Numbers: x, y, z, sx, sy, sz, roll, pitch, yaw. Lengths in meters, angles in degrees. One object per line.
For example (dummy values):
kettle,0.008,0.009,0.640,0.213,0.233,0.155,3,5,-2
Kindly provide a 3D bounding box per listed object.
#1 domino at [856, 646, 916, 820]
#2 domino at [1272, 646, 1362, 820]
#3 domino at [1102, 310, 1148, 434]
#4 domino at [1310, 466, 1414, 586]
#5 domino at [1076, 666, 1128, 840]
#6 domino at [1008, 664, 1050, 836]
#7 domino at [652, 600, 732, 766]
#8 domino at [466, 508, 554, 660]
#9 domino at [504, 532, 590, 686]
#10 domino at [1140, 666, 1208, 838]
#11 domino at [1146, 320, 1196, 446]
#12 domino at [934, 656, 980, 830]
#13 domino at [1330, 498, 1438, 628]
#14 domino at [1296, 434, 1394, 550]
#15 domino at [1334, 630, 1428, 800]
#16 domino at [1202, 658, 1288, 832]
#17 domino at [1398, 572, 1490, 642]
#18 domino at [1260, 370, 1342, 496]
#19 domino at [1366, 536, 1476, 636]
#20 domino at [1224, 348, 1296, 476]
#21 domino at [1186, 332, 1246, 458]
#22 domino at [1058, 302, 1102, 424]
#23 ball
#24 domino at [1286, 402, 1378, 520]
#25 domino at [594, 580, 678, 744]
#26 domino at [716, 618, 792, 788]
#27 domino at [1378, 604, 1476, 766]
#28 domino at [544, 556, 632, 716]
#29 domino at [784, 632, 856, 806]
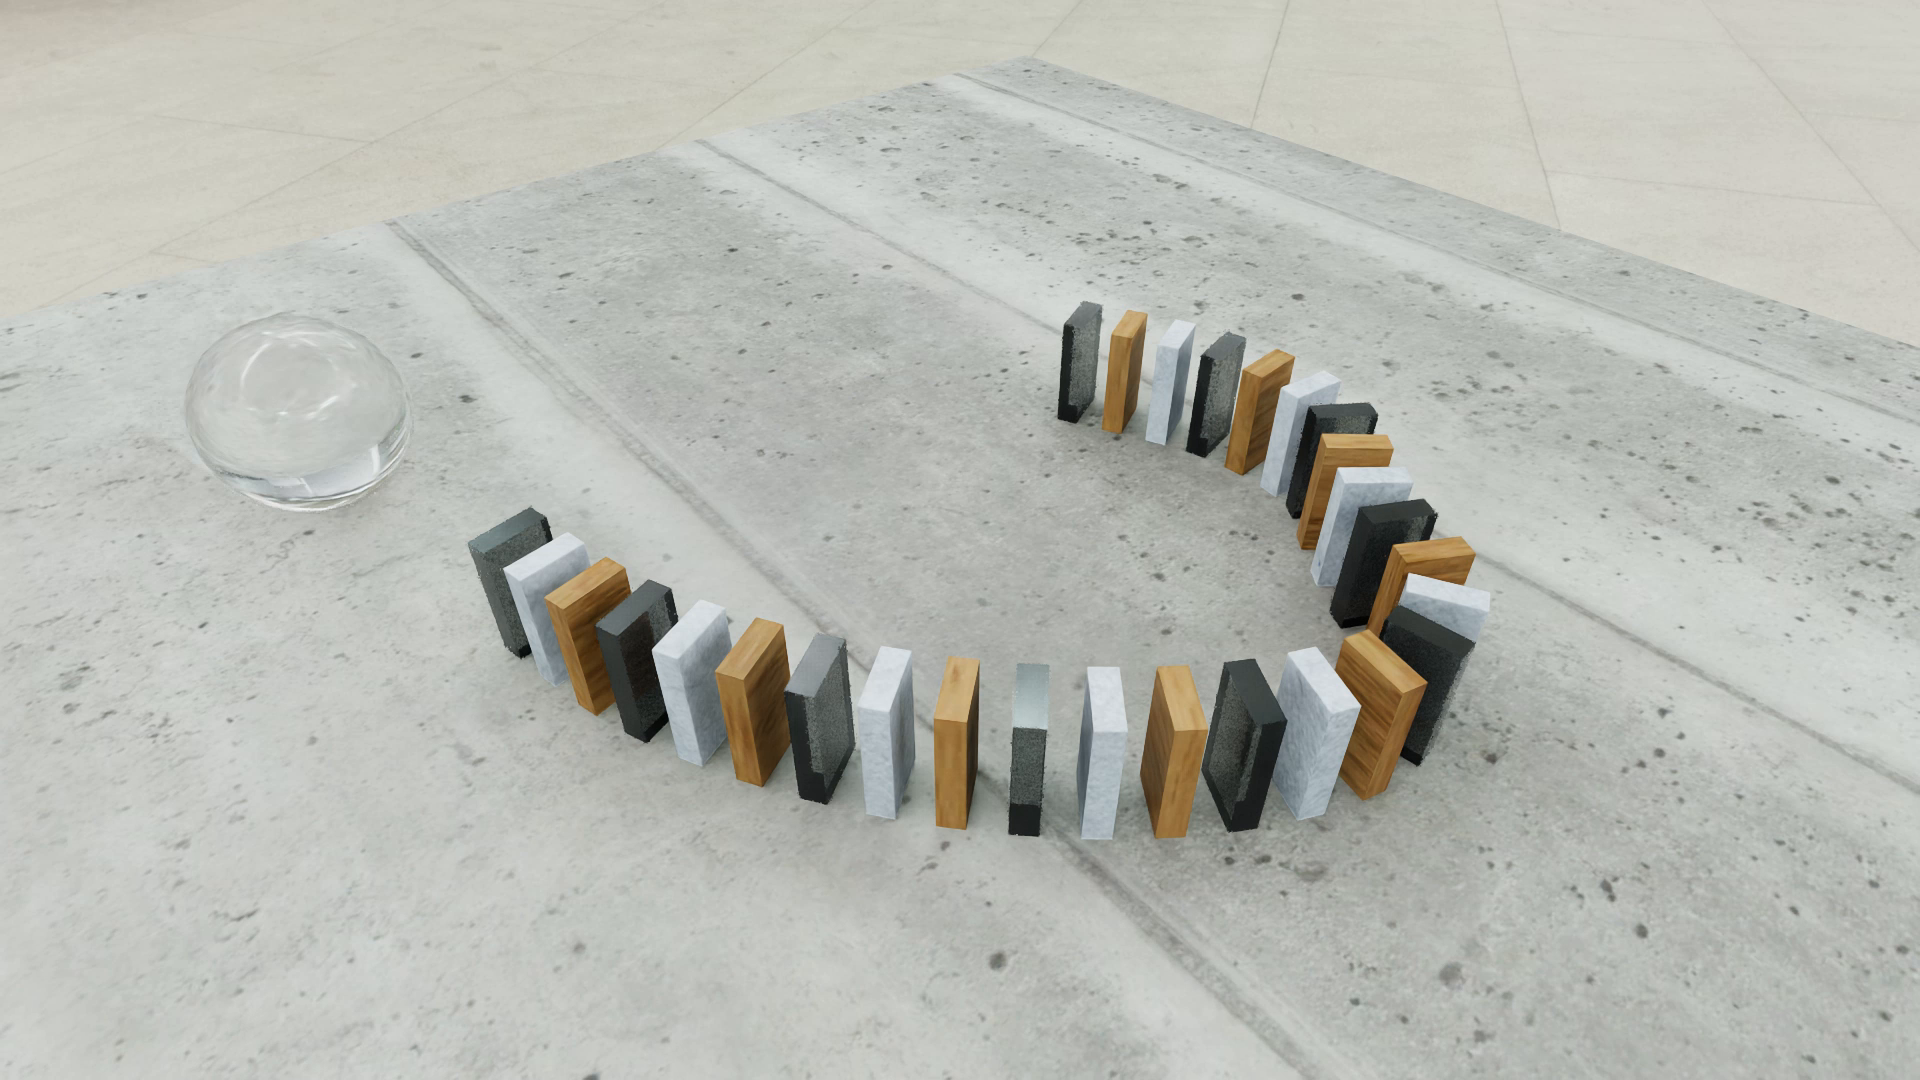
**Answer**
domino,-0.022,0.060,0.339,0.009,0.050,0.025,8,40,10
domino,0.107,0.060,0.338,0.010,0.050,0.025,-10,40,-12
domino,0.076,-0.077,0.505,0.009,0.050,0.025,15,42,18
domino,0.152,-0.004,0.417,0.025,0.050,0.009,-1,39,-1
domino,0.042,0.065,0.332,0.009,0.050,0.025,1,39,1
domino,0.021,0.064,0.333,0.009,0.050,0.025,3,39,4
domino,-0.084,0.047,0.355,0.010,0.050,0.025,16,42,19
domino,-0.155,0.016,0.392,0.009,0.050,0.025,26,46,28
domino,-0.138,0.025,0.382,0.009,0.050,0.025,27,47,29
domino,0.064,0.065,0.333,0.009,0.050,0.025,-2,39,-3
domino,0.095,-0.071,0.498,0.009,0.050,0.025,18,42,20
domino,-0.001,0.062,0.335,0.010,0.050,0.025,6,40,7
domino,0.153,0.009,0.400,0.025,0.050,0.009,-8,40,-10
domino,0.151,-0.018,0.434,0.025,0.050,0.009,1,39,1
domino,0.127,0.055,0.344,0.009,0.050,0.025,-17,42,-20
domino,0.086,0.063,0.335,0.010,0.050,0.025,-6,40,-8
domino,0.156,0.036,0.368,0.025,0.050,0.009,15,42,17
domino,0.144,-0.045,0.466,0.025,0.050,0.010,-22,44,-25
domino,0.159,0.022,0.384,0.025,0.050,0.010,-7,40,-8
domino,0.130,-0.055,0.479,0.025,0.050,0.009,-32,49,-33
domino,0.114,-0.064,0.490,0.010,0.050,0.025,25,45,27
domino,0.056,-0.082,0.512,0.009,0.050,0.025,17,42,20
ball,-0.269,-0.052,0.451,0.080,0.080,0.080,0,39,0
domino,0.152,-0.032,0.450,0.025,0.050,0.010,-4,39,-4
domino,-0.103,0.040,0.362,0.010,0.050,0.025,19,43,22
domino,-0.064,0.052,0.348,0.010,0.050,0.025,13,41,16
domino,0.144,0.047,0.354,0.025,0.050,0.009,31,49,32
domino,-0.121,0.033,0.371,0.010,0.050,0.025,25,45,27
domino,-0.043,0.056,0.343,0.009,0.050,0.025,11,41,13
